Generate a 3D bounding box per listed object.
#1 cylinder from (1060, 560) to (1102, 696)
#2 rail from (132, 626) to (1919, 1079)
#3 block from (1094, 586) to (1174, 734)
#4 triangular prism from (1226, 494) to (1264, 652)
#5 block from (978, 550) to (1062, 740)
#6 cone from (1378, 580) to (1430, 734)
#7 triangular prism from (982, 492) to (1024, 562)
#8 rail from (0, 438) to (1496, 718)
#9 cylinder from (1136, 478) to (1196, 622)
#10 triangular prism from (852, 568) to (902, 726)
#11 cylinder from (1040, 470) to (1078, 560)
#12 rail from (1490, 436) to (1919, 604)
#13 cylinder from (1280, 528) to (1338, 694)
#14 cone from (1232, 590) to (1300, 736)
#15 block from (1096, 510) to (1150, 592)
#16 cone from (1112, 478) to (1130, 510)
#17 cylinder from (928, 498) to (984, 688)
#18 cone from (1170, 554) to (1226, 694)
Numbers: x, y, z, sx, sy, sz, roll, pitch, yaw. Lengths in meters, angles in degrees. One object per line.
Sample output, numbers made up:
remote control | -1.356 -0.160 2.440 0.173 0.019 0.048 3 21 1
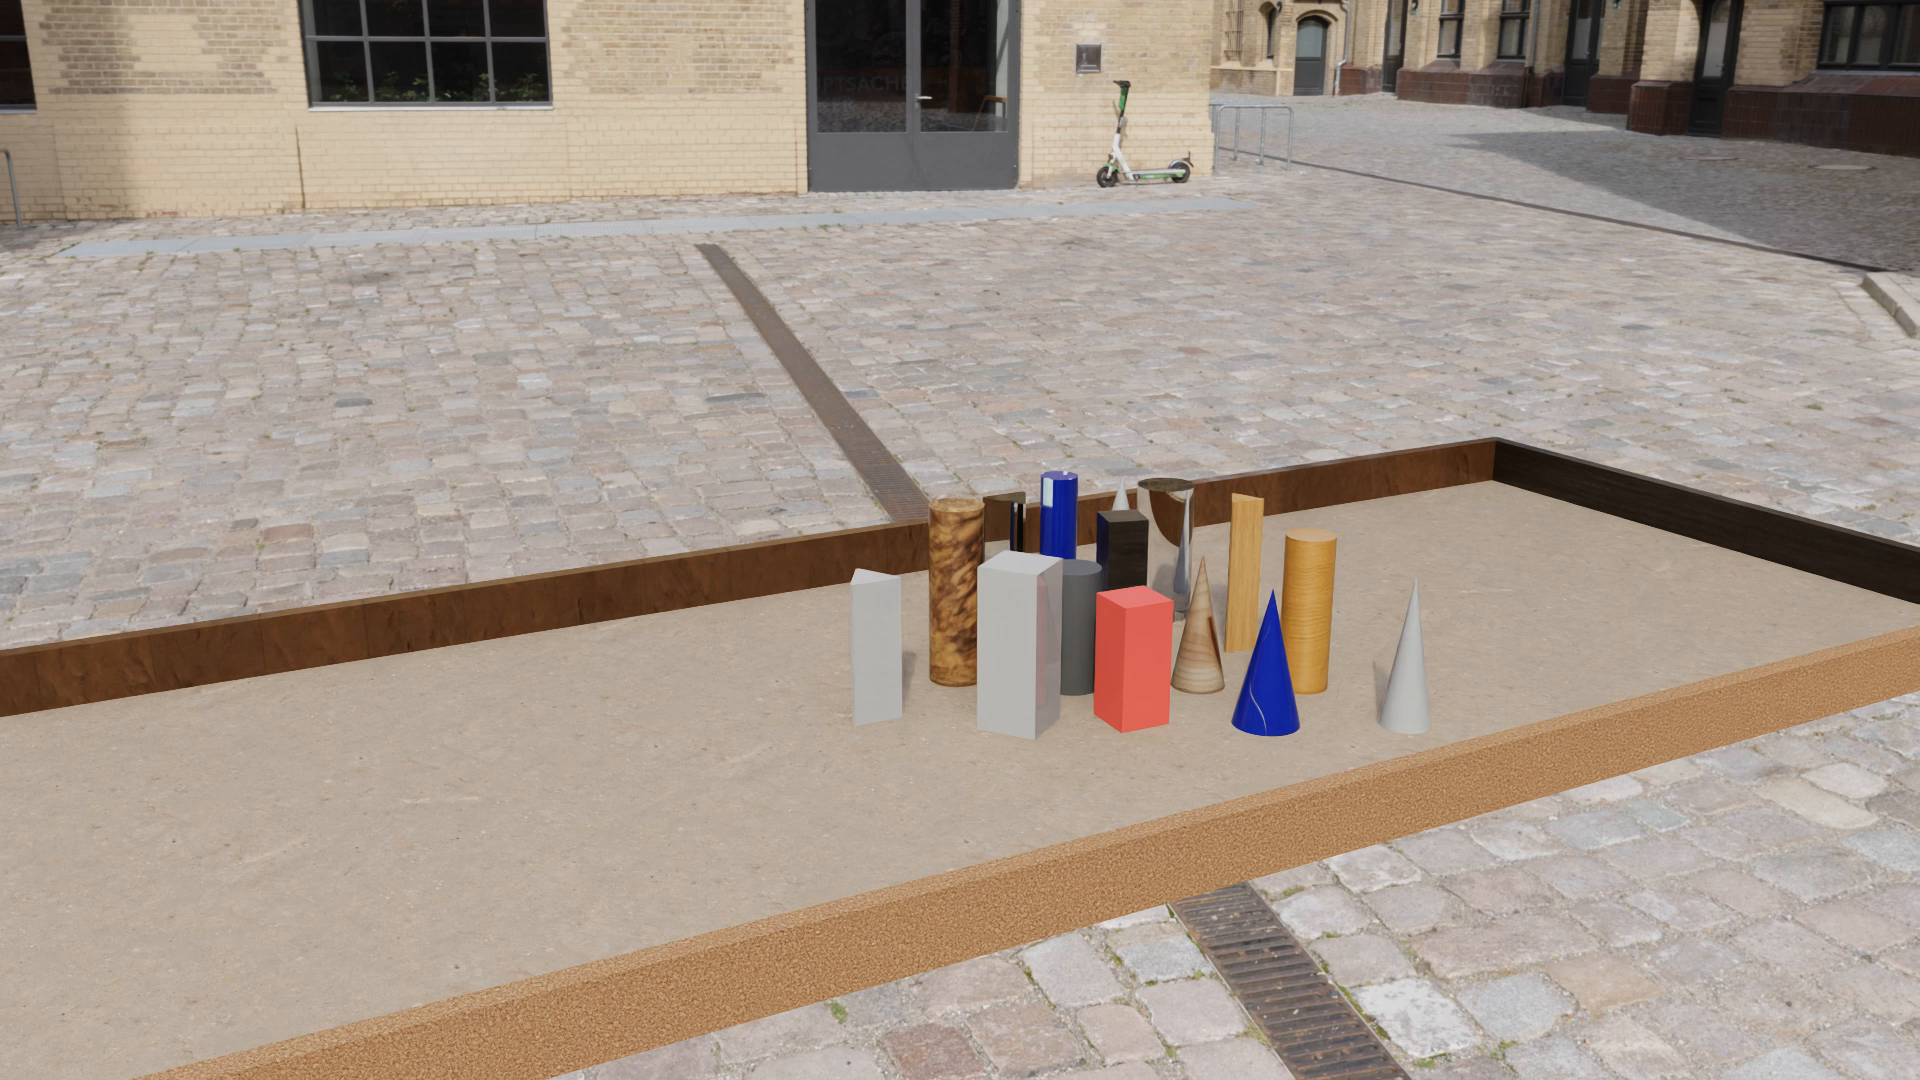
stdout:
cylinder | 0.280 0.215 4.073 0.135 0.310 0.135 0 16 0
rail | -2.336 1.006 1.665 12.000 0.150 0.050 -9 18 -27
block | 0.405 0.278 3.868 0.129 0.305 0.129 -8 18 -25
triangular prism | 0.729 0.084 4.341 0.092 0.410 0.080 -6 17 -20
block | 0.139 0.242 3.829 0.147 0.397 0.147 8 18 25
cone | 1.046 0.257 3.830 0.121 0.368 0.121 0 16 0
triangular prism | 0.141 0.077 4.380 0.128 0.402 0.111 10 19 30
rail | -3.305 0.497 3.399 12.000 0.150 0.050 -9 18 -27
cylinder | 0.568 0.027 4.595 0.158 0.376 0.158 0 16 0
triangular prism | -0.217 0.248 3.896 0.127 0.347 0.110 -8 18 -26
cylinder | 0.274 0.014 4.596 0.104 0.400 0.104 0 16 0
rail | 2.466 -0.048 5.253 0.050 0.150 2.100 -9 18 -27
cylinder | 0.854 0.175 4.063 0.124 0.392 0.124 0 16 0
cone | 0.721 0.271 3.841 0.161 0.334 0.161 0 16 0
block | 0.426 0.107 4.360 0.108 0.356 0.108 -3 17 -11
cone | 0.473 -0.030 4.861 0.168 0.336 0.168 0 16 0
cylinder | -0.008 0.130 4.109 0.139 0.452 0.139 0 16 0
cone | 0.594 0.195 4.077 0.137 0.346 0.137 0 16 0
